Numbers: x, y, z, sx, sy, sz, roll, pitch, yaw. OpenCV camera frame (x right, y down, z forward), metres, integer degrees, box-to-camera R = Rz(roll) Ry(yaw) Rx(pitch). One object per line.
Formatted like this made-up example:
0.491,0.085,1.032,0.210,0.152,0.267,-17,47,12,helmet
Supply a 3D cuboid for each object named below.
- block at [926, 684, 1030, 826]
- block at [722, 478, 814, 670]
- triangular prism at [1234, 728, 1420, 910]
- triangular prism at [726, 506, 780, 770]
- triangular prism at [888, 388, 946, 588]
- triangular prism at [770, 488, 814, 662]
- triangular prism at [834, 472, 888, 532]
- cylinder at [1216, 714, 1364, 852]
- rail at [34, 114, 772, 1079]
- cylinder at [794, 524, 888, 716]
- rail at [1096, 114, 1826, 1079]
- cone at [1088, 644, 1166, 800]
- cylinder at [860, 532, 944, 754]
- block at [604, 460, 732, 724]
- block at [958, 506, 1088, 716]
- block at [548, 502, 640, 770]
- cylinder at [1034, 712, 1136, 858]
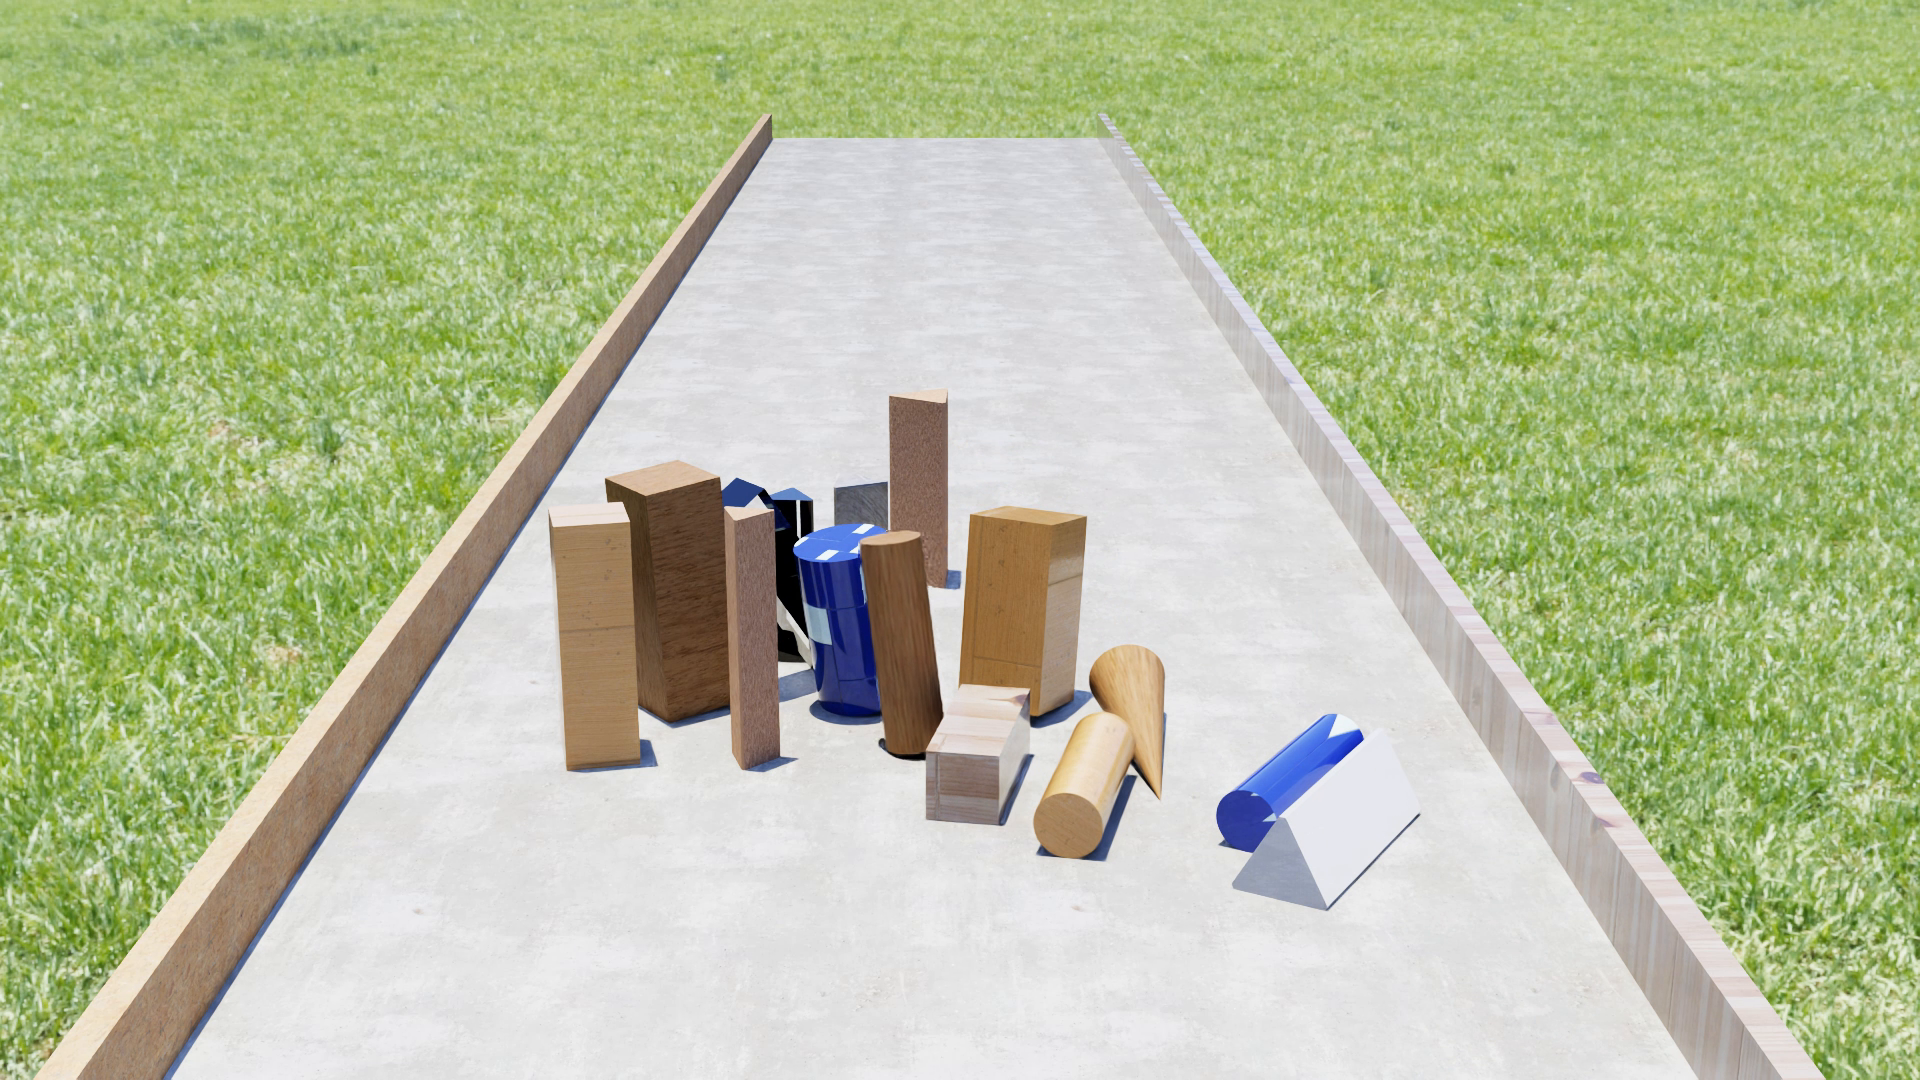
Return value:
0.034,0.365,3.782,0.124,0.124,0.321,3,17,10,block
-0.330,0.080,4.226,0.102,0.435,0.102,-45,36,-18,block
0.597,0.432,3.527,0.156,0.135,0.426,10,19,29,triangular prism
-0.379,0.169,3.856,0.077,0.457,0.089,15,22,41,triangular prism
-0.063,-0.120,4.891,0.143,0.421,0.124,10,19,30,triangular prism
-0.338,0.069,4.404,0.106,0.337,0.091,1,17,4,triangular prism
-0.226,0.017,4.633,0.120,0.305,0.104,-8,18,-24,triangular prism
0.559,0.403,3.687,0.106,0.106,0.393,10,19,29,cylinder
-1.118,-0.838,7.780,0.050,0.150,12.000,0,17,-1,rail
-0.200,0.149,4.130,0.179,0.315,0.179,-7,22,3,cylinder
0.932,-0.844,7.801,0.050,0.150,12.000,0,17,-1,rail
0.326,0.351,3.921,0.144,0.144,0.424,-1,26,-4,cone
-0.100,0.183,3.921,0.110,0.381,0.110,-7,11,1,cylinder
-0.535,0.095,4.112,0.156,0.444,0.156,-16,23,-34,block
0.118,0.129,4.131,0.167,0.357,0.167,8,10,25,block
-0.644,0.169,3.874,0.130,0.447,0.130,-4,17,-13,block
0.211,0.404,3.670,0.113,0.113,0.364,4,17,12,cylinder
